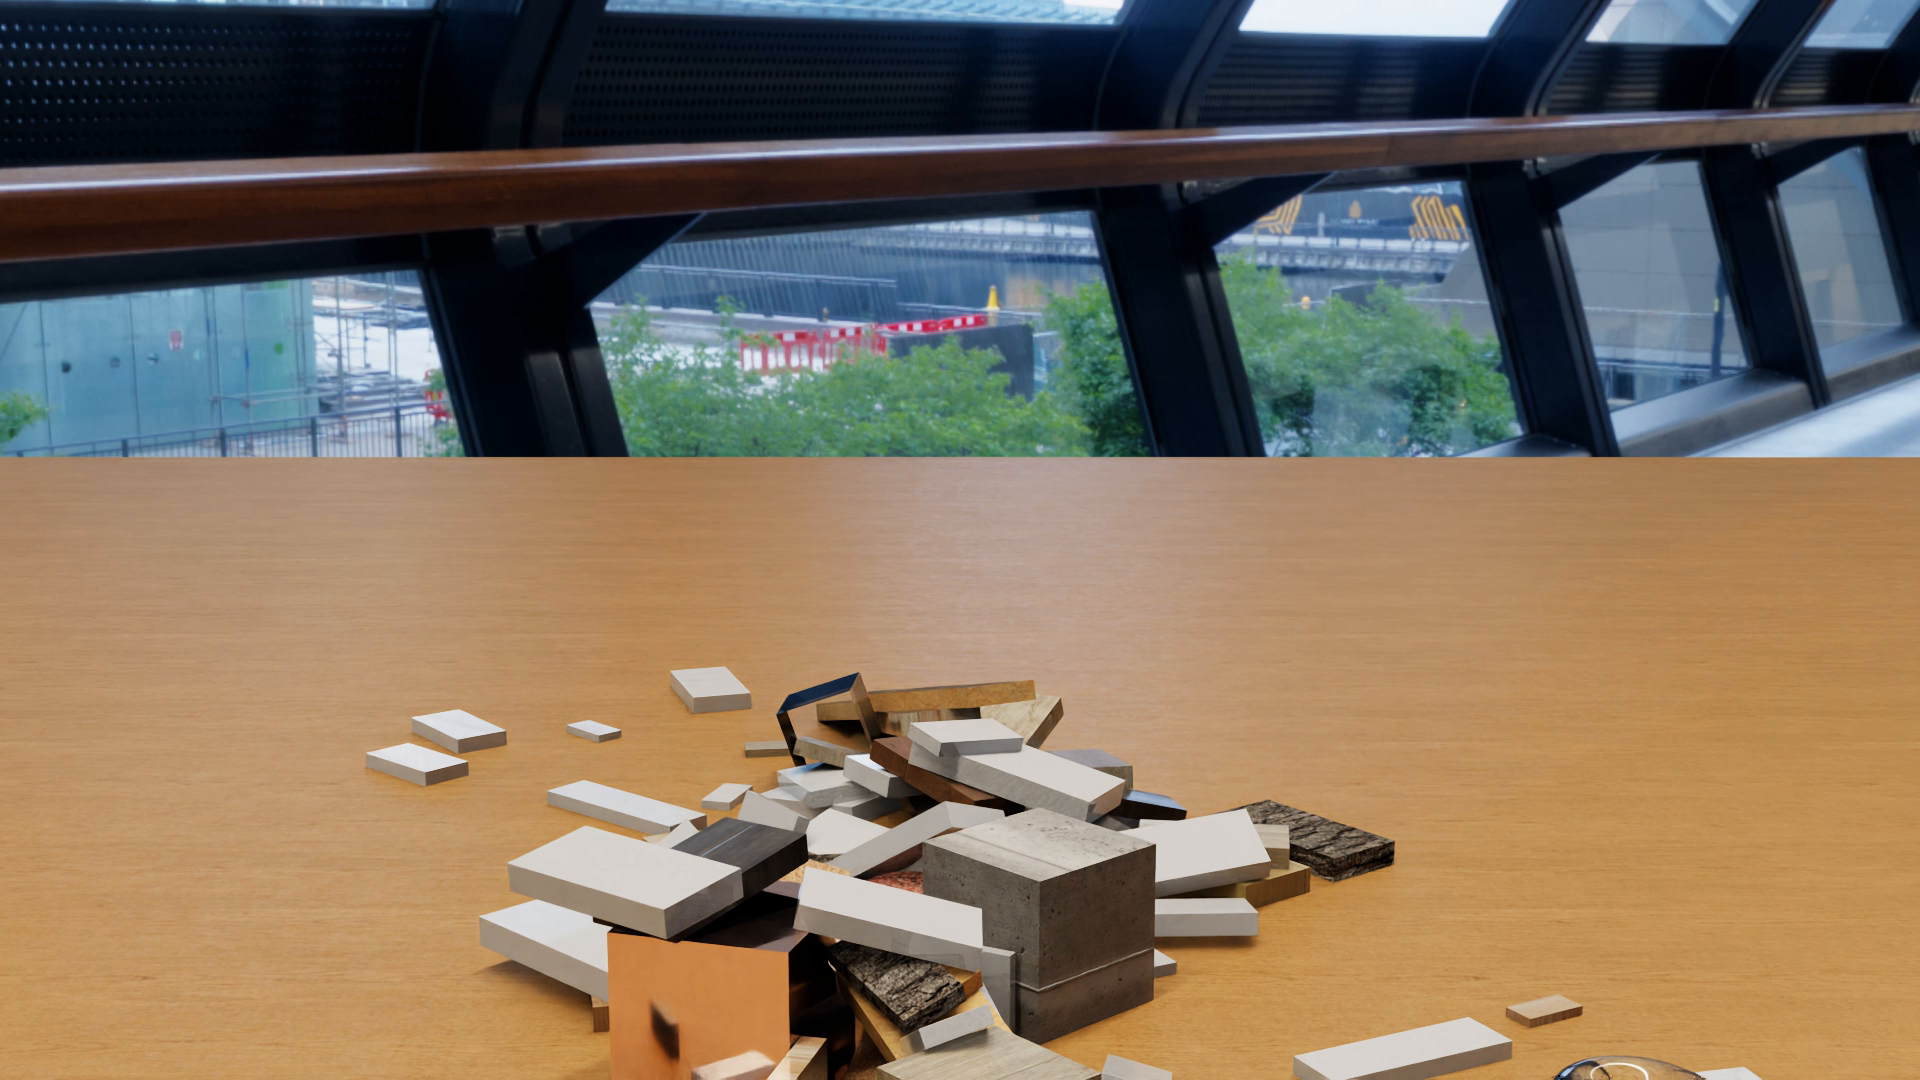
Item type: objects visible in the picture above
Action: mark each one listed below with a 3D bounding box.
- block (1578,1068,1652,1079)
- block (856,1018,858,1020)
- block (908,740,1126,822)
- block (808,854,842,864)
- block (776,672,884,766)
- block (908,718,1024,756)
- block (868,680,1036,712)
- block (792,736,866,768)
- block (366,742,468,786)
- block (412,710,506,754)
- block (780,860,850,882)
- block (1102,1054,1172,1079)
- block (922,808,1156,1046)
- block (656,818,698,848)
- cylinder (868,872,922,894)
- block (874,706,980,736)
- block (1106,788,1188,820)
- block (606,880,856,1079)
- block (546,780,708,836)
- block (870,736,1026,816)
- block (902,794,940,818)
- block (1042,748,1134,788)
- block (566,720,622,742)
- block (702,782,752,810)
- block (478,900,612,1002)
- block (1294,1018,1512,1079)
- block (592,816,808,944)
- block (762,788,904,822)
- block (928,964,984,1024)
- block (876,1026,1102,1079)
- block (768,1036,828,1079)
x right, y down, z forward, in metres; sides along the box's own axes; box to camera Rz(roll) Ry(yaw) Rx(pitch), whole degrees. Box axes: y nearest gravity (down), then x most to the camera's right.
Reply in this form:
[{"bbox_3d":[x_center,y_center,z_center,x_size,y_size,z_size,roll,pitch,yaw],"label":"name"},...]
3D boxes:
[{"bbox_3d":[0.858,0.761,2.679,0.089,0.025,0.501,0,11,2],"label":"block"},{"bbox_3d":[-0.228,0.653,3.239,0.121,0.034,0.241,-5,12,-26],"label":"block"},{"bbox_3d":[0.099,0.402,3.814,0.340,0.046,0.162,18,15,23],"label":"block"},{"bbox_3d":[-0.156,0.542,3.541,0.447,0.038,0.134,-2,-26,-6],"label":"block"},{"bbox_3d":[-0.253,0.371,4.320,0.152,0.152,0.152,-18,8,8],"label":"block"},{"bbox_3d":[0.011,0.343,3.826,0.184,0.026,0.092,1,17,-38],"label":"block"},{"bbox_3d":[-0.084,0.317,4.402,0.128,0.036,0.912,-5,-3,-21],"label":"block"},{"bbox_3d":[-0.204,0.408,4.094,0.202,0.029,0.101,15,-1,5],"label":"block"},{"bbox_3d":[-1.079,0.445,4.369,0.202,0.029,0.101,9,14,41],"label":"block"},{"bbox_3d":[-1.050,0.400,4.606,0.109,0.031,0.219,-8,13,-38],"label":"block"},{"bbox_3d":[-0.257,0.563,3.178,0.140,0.040,0.280,16,32,1],"label":"block"},{"bbox_3d":[0.227,0.698,2.834,0.089,0.025,0.177,15,-4,8],"label":"block"},{"bbox_3d":[0.115,0.555,3.203,0.239,0.239,0.239,-10,14,-42],"label":"block"},{"bbox_3d":[-0.408,0.551,3.406,0.133,0.038,0.265,-40,39,-11],"label":"block"},{"bbox_3d":[-0.076,0.588,3.293,0.142,0.142,0.142,0,11,0],"label":"cylinder"},{"bbox_3d":[-0.076,0.353,4.361,0.149,0.042,0.613,-6,-3,-8],"label":"block"},{"bbox_3d":[0.285,0.477,4.018,0.234,0.033,0.117,12,4,-14],"label":"block"},{"bbox_3d":[-0.296,0.606,2.906,0.247,0.247,0.247,3,11,16],"label":"block"},{"bbox_3d":[-0.621,0.500,4.084,0.339,0.026,0.092,9,14,39],"label":"block"},{"bbox_3d":[-0.021,0.413,3.853,0.133,0.038,0.265,-1,20,-45],"label":"block"},{"bbox_3d":[-0.026,0.494,3.947,0.117,0.033,0.422,-2,8,-10],"label":"block"},{"bbox_3d":[0.226,0.441,4.222,0.149,0.042,0.298,-2,1,-8],"label":"block"},{"bbox_3d":[-0.771,0.403,4.632,0.058,0.016,0.115,-10,15,-44],"label":"block"},{"bbox_3d":[-0.442,0.488,4.176,0.058,0.016,0.115,3,11,16],"label":"block"},{"bbox_3d":[-0.555,0.602,3.274,0.323,0.046,0.162,10,15,43],"label":"block"},{"bbox_3d":[0.603,0.703,2.989,0.298,0.026,0.092,-5,12,-26],"label":"block"},{"bbox_3d":[-0.341,0.446,2.907,0.140,0.040,0.280,7,18,32],"label":"block"},{"bbox_3d":[-0.242,0.479,4.020,0.257,0.036,0.128,0,10,42],"label":"block"},{"bbox_3d":[-0.065,0.556,2.878,0.092,0.026,0.184,-29,36,-30],"label":"block"},{"bbox_3d":[0.033,0.703,2.557,0.184,0.184,0.184,-9,14,-40],"label":"block"},{"bbox_3d":[-0.216,0.712,2.680,0.034,0.121,0.254,3,11,14],"label":"block"}]
